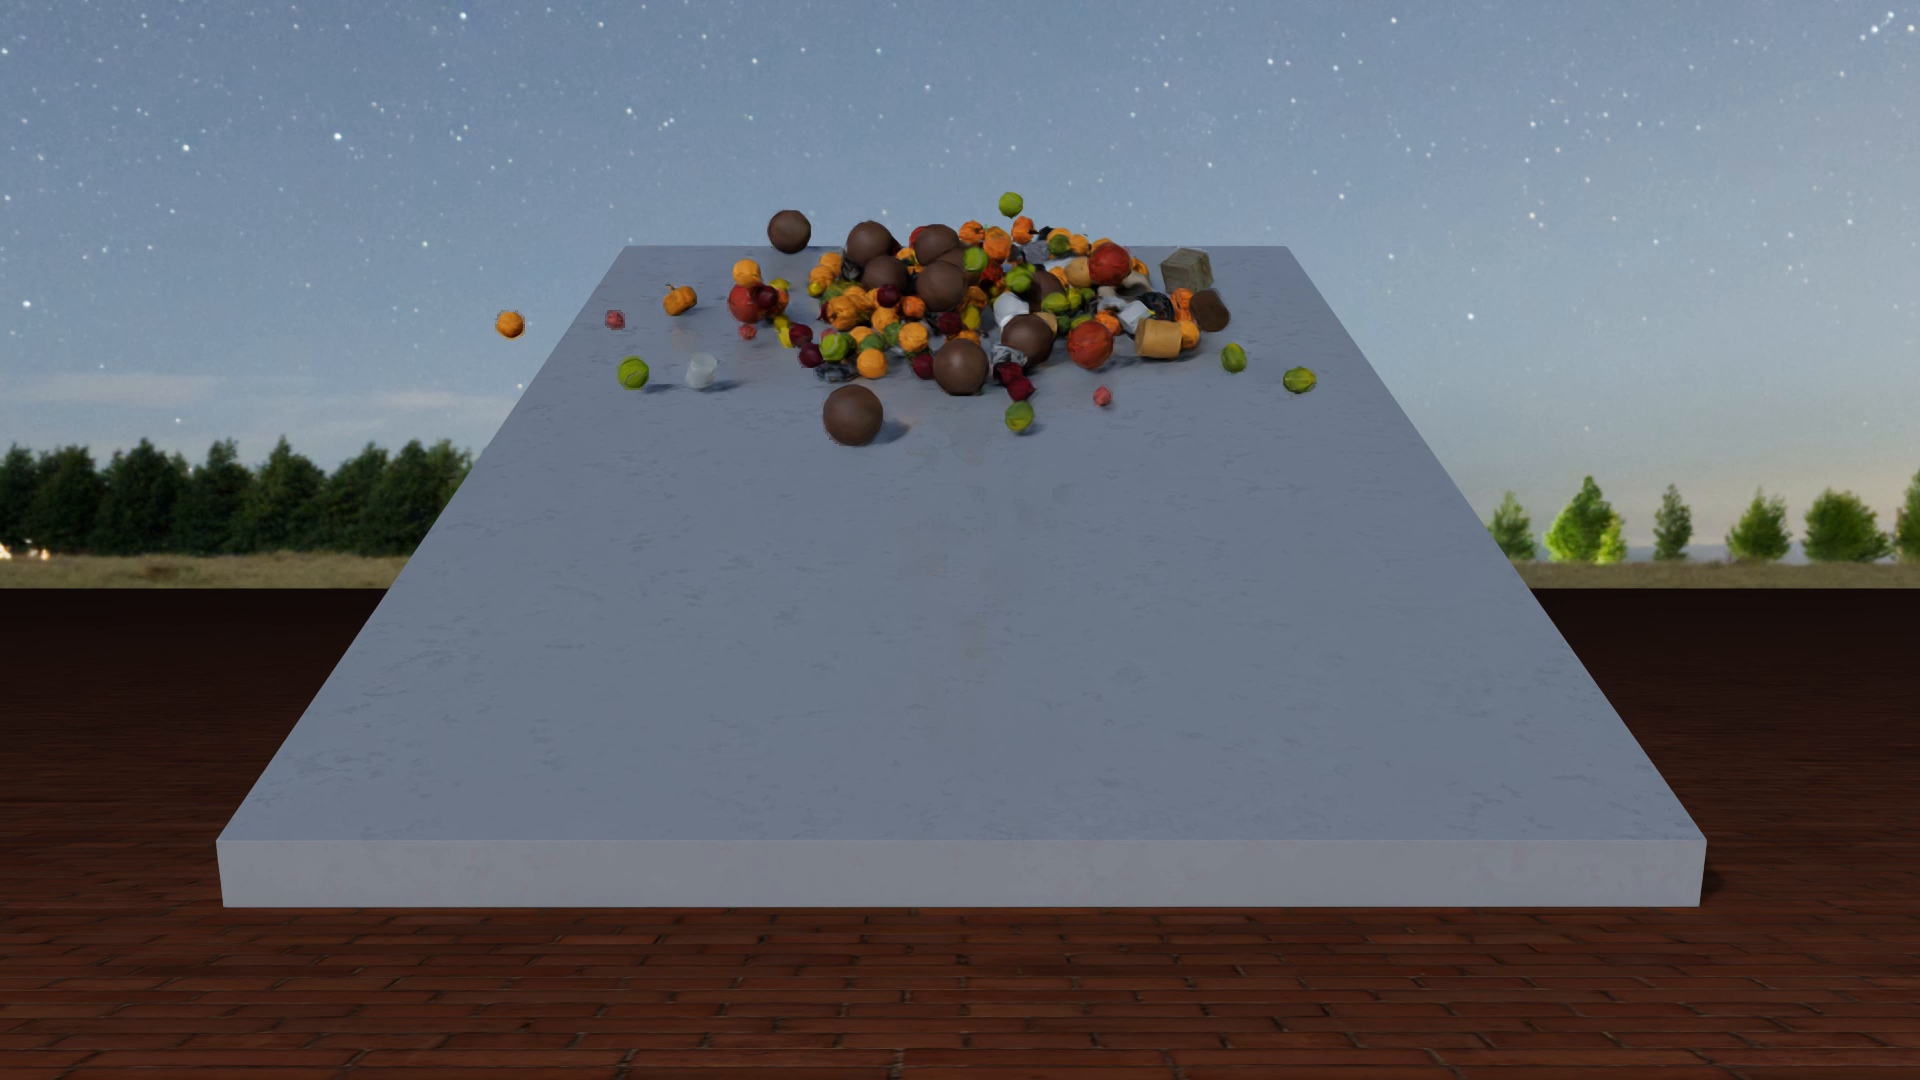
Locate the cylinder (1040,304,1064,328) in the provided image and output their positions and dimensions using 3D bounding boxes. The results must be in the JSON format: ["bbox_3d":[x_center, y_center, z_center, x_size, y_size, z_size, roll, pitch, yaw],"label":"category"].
[{"bbox_3d":[0.237,-0.574,5.790,0.057,0.057,0.057,0,19,-3],"label":"cylinder"}]

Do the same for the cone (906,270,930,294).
[{"bbox_3d":[-0.117,-0.687,5.947,0.065,0.065,0.065,-10,2,0],"label":"cone"}]

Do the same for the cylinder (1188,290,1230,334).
[{"bbox_3d":[0.638,-0.586,5.757,0.083,0.083,0.083,0,34,-16],"label":"cylinder"}]

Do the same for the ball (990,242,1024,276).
[{"bbox_3d":[0.130,-0.779,6.244,0.091,0.091,0.091,0,-1,0],"label":"ball"}]

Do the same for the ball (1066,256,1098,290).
[{"bbox_3d":[0.323,-0.708,5.971,0.089,0.089,0.089,0,-1,0],"label":"ball"}]

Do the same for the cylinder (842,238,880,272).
[{"bbox_3d":[-0.283,-0.809,6.381,0.076,0.076,0.076,32,14,26],"label":"cylinder"}]

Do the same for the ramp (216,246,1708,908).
[{"bbox_3d":[-0.004,-0.196,4.925,2.000,0.100,4.000,0,19,0],"label":"ramp"}]

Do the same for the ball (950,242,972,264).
[{"bbox_3d":[0.003,-0.787,6.182,0.061,0.061,0.061,0,-1,0],"label":"ball"}]

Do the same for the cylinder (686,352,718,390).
[{"bbox_3d":[-0.593,-0.388,5.159,0.060,0.060,0.060,14,39,-12],"label":"cylinder"}]

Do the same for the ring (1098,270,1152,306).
[{"bbox_3d":[0.437,-0.657,5.962,0.146,0.146,0.049,0,-35,-4],"label":"ring"}]

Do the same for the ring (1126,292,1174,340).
[{"bbox_3d":[0.475,-0.558,5.645,0.139,0.139,0.046,-1,-18,36],"label":"ring"}]

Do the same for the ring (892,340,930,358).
[{"bbox_3d":[-0.119,-0.468,5.520,0.092,0.031,0.092,-1,20,0],"label":"ring"}]

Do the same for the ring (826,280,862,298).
[{"bbox_3d":[-0.317,-0.687,6.155,0.103,0.034,0.103,-1,19,0],"label":"ring"}]

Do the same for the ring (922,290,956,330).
[{"bbox_3d":[-0.055,-0.589,5.748,0.105,0.105,0.035,-1,9,44],"label":"ring"}]

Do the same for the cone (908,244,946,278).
[{"bbox_3d":[-0.101,-0.774,6.369,0.098,0.098,0.098,-17,-4,10],"label":"cone"}]

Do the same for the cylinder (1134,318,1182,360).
[{"bbox_3d":[0.480,-0.487,5.445,0.092,0.092,0.092,6,-2,-10],"label":"cylinder"}]

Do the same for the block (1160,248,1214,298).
[{"bbox_3d":[0.620,-0.729,6.148,0.093,0.093,0.093,18,46,41],"label":"block"}]

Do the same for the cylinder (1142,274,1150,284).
[{"bbox_3d":[0.470,-0.679,6.073,0.074,0.074,0.074,-1,-1,-3],"label":"cylinder"}]

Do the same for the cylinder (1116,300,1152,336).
[{"bbox_3d":[0.433,-0.552,5.575,0.063,0.063,0.063,-41,6,-8],"label":"cylinder"}]

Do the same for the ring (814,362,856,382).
[{"bbox_3d":[-0.294,-0.394,5.300,0.097,0.032,0.097,1,18,0],"label":"ring"}]

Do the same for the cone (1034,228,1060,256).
[{"bbox_3d":[0.236,-0.875,6.697,0.090,0.090,0.090,1,-14,-43],"label":"cone"}]

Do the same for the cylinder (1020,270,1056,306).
[{"bbox_3d":[0.211,-0.675,6.022,0.071,0.071,0.071,30,22,-13],"label":"cylinder"}]

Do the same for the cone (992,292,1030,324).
[{"bbox_3d":[0.144,-0.588,5.835,0.098,0.098,0.098,0,-4,15],"label":"cone"}]

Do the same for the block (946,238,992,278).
[{"bbox_3d":[0.025,-0.791,6.305,0.092,0.092,0.092,-13,16,-26],"label":"block"}]

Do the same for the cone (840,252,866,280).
[{"bbox_3d":[-0.307,-0.763,6.173,0.075,0.075,0.075,-13,38,11],"label":"cone"}]

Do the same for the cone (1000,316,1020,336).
[{"bbox_3d":[0.134,-0.542,5.747,0.054,0.054,0.054,0,-8,13],"label":"cone"}]

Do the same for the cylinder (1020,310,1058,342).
[{"bbox_3d":[0.197,-0.535,5.646,0.071,0.071,0.071,-11,3,-23],"label":"cylinder"}]

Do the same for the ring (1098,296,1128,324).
[{"bbox_3d":[0.393,-0.589,5.755,0.085,0.028,0.085,9,-36,7],"label":"ring"}]

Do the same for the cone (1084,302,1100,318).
[{"bbox_3d":[0.365,-0.607,5.934,0.061,0.061,0.061,0,18,24],"label":"cone"}]

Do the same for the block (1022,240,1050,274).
[{"bbox_3d":[0.212,-0.787,6.261,0.067,0.067,0.067,-12,-11,-3],"label":"block"}]

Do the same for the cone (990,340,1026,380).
[{"bbox_3d":[0.094,-0.439,5.287,0.091,0.091,0.091,-23,-35,-17],"label":"cone"}]
